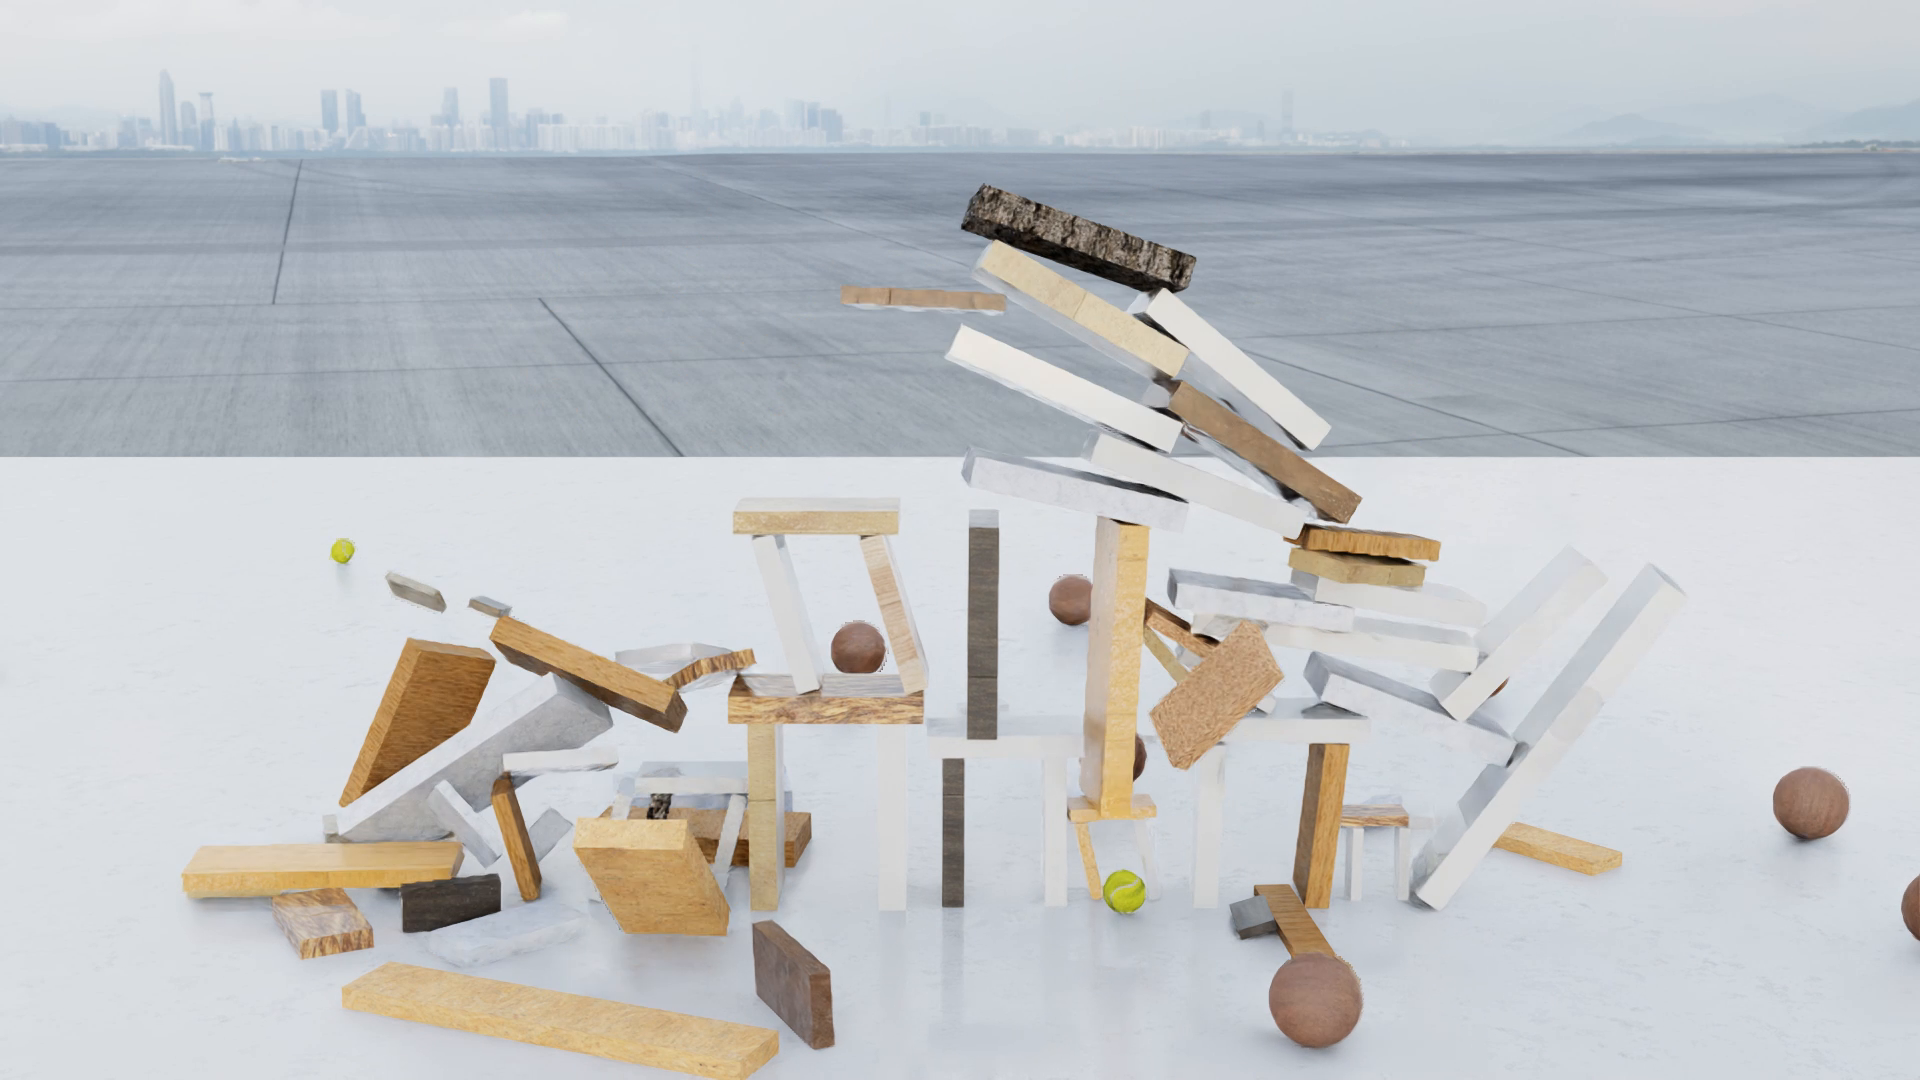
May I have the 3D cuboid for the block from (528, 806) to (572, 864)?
[{"bbox_3d":[-0.720,0.513,3.782,0.051,0.103,0.015,42,-1,-8],"label":"block"}]

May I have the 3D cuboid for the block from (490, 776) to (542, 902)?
[{"bbox_3d":[-0.737,0.497,3.657,0.027,0.187,0.094,-16,12,-4],"label":"block"}]

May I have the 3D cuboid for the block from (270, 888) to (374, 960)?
[{"bbox_3d":[-1.015,0.606,3.494,0.111,0.031,0.222,-6,12,-28],"label":"block"}]

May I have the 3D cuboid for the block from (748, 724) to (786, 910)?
[{"bbox_3d":[-0.320,0.436,3.637,0.044,0.314,0.157,0,11,0],"label":"block"}]

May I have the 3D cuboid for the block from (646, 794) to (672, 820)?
[{"bbox_3d":[-0.511,0.497,3.650,0.027,0.188,0.094,13,10,-2],"label":"block"}]

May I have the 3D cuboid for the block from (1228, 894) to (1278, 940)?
[{"bbox_3d":[0.468,0.602,3.513,0.059,0.017,0.119,-17,10,3],"label":"block"}]

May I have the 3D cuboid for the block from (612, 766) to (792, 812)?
[{"bbox_3d":[-0.488,0.478,4.144,0.330,0.047,0.165,-2,11,-9],"label":"block"}]

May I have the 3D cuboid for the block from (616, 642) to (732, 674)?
[{"bbox_3d":[-0.491,0.203,3.769,0.190,0.027,0.095,-9,-16,39],"label":"block"}]

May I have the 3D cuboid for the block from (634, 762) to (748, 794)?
[{"bbox_3d":[-0.436,0.391,3.631,0.188,0.027,0.094,0,11,0],"label":"block"}]

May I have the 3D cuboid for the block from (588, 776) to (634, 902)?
[{"bbox_3d":[-0.577,0.497,3.658,0.027,0.187,0.094,16,9,-6],"label":"block"}]

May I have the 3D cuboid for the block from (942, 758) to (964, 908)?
[{"bbox_3d":[-0.012,0.466,3.642,0.036,0.254,0.127,0,11,0],"label":"block"}]

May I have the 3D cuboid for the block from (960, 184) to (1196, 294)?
[{"bbox_3d":[0.183,-0.466,3.451,0.348,0.049,0.174,18,-1,-7],"label":"block"}]

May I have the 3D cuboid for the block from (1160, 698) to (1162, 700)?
[{"bbox_3d":[0.537,0.357,4.858,0.173,0.024,0.086,-8,13,-36],"label":"block"}]

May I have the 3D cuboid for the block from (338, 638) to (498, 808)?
[{"bbox_3d":[-0.935,0.331,3.794,0.046,0.321,0.161,33,12,39],"label":"block"}]

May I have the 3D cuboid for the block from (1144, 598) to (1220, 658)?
[{"bbox_3d":[0.375,0.158,3.580,0.174,0.025,0.087,31,10,-10],"label":"block"}]

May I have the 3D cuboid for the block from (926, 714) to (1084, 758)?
[{"bbox_3d":[0.072,0.323,3.616,0.254,0.036,0.127,0,11,-2],"label":"block"}]

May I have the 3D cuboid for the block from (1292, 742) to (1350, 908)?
[{"bbox_3d":[0.597,0.454,3.640,0.039,0.276,0.138,5,10,-1],"label":"block"}]

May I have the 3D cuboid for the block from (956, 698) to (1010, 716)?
[{"bbox_3d":[0.050,0.366,4.832,0.104,0.015,0.052,-4,11,-22],"label":"block"}]

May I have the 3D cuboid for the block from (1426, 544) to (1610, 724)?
[{"bbox_3d":[0.908,0.151,3.596,0.047,0.328,0.164,43,9,-3],"label":"block"}]

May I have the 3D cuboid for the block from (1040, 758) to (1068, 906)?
[{"bbox_3d":[0.155,0.465,3.645,0.036,0.254,0.127,-1,11,-1],"label":"block"}]

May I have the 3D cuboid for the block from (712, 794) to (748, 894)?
[{"bbox_3d":[-0.384,0.498,3.650,0.027,0.188,0.094,15,10,-3],"label":"block"}]

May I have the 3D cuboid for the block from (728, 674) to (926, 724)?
[{"bbox_3d":[-0.216,0.260,3.605,0.314,0.044,0.157,0,11,0],"label":"block"}]

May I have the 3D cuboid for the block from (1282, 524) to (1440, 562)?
[{"bbox_3d":[0.655,0.002,3.592,0.227,0.032,0.113,6,5,-13],"label":"block"}]

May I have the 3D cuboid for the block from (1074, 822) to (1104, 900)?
[{"bbox_3d":[0.212,0.519,3.661,0.020,0.142,0.071,-13,10,1],"label":"block"}]

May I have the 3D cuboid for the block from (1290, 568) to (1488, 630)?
[{"bbox_3d":[0.694,0.087,3.574,0.285,0.040,0.143,10,9,-9],"label":"block"}]

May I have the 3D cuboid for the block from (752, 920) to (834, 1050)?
[{"bbox_3d":[-0.239,0.632,3.137,0.031,0.111,0.222,-8,13,-25],"label":"block"}]

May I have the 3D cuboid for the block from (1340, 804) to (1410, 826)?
[{"bbox_3d":[0.679,0.458,3.657,0.123,0.017,0.062,0,10,-1],"label":"block"}]

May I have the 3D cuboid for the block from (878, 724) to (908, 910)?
[{"bbox_3d":[-0.111,0.436,3.637,0.044,0.314,0.157,0,11,0],"label":"block"}]

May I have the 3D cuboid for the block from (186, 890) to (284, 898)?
[{"bbox_3d":[-1.209,0.575,3.690,0.154,0.022,0.077,-1,11,-3],"label":"block"}]

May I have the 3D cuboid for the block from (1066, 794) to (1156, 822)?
[{"bbox_3d":[0.247,0.441,3.628,0.142,0.020,0.071,-2,10,-5],"label":"block"}]

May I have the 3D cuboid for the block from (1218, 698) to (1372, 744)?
[{"bbox_3d":[0.524,0.295,3.616,0.276,0.039,0.138,1,11,-1],"label":"block"}]

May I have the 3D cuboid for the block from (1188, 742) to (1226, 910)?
[{"bbox_3d":[0.409,0.454,3.639,0.039,0.276,0.138,2,11,2],"label":"block"}]

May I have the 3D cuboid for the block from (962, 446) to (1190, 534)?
[{"bbox_3d":[0.181,-0.082,3.525,0.346,0.049,0.173,12,7,-6],"label":"block"}]

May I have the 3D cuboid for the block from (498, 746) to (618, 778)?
[{"bbox_3d":[-0.672,0.371,3.673,0.187,0.027,0.094,-2,-13,-18],"label":"block"}]

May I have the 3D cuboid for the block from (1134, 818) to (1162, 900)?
[{"bbox_3d":[0.312,0.518,3.658,0.020,0.142,0.071,-11,10,8],"label":"block"}]

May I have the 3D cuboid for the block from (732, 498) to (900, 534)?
[{"bbox_3d":[-0.229,-0.039,3.554,0.262,0.037,0.131,0,11,0],"label":"block"}]

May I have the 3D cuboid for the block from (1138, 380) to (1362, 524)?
[{"bbox_3d":[0.462,-0.142,3.522,0.349,0.049,0.175,32,-2,-11],"label":"block"}]
